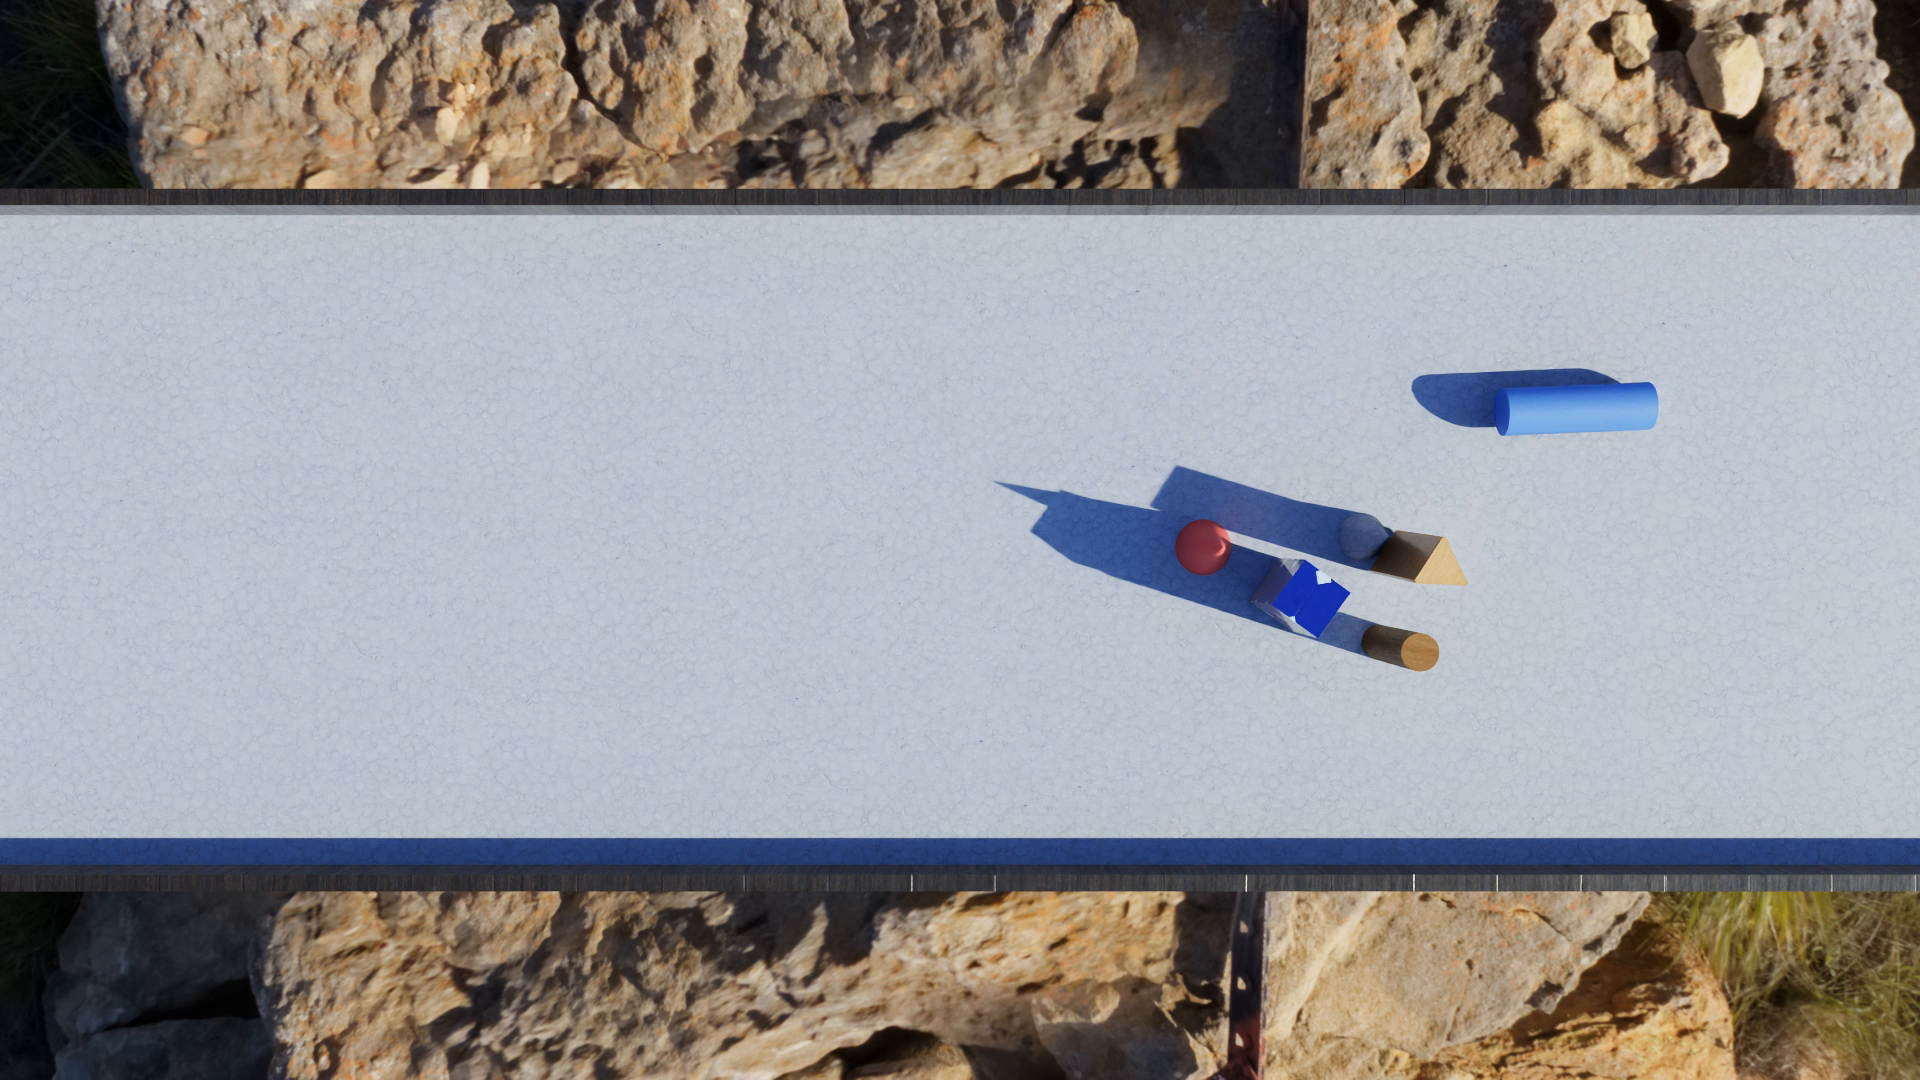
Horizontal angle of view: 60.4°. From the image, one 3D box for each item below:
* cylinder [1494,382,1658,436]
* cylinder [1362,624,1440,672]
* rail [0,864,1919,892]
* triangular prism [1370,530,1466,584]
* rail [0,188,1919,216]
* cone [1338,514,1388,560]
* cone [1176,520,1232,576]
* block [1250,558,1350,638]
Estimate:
[{"bbox_3d":[1.867,-0.398,5.004,0.446,0.145,0.145,-2,90,0],"label":"cylinder"},{"bbox_3d":[1.290,0.315,4.849,0.108,0.456,0.108,0,90,0],"label":"cylinder"},{"bbox_3d":[-2.247,1.025,5.001,12.000,0.150,0.050,0,90,0],"label":"rail"},{"bbox_3d":[1.355,0.046,4.875,0.153,0.385,0.133,3,93,-5],"label":"triangular prism"},{"bbox_3d":[-2.247,-1.025,5.002,12.000,0.150,0.050,0,90,0],"label":"rail"},{"bbox_3d":[1.237,-0.010,4.915,0.146,0.323,0.146,0,90,0],"label":"cone"},{"bbox_3d":[0.749,0.022,4.890,0.173,0.373,0.173,0,90,0],"label":"cone"},{"bbox_3d":[1.001,0.168,4.887,0.161,0.379,0.161,36,90,0],"label":"block"}]
